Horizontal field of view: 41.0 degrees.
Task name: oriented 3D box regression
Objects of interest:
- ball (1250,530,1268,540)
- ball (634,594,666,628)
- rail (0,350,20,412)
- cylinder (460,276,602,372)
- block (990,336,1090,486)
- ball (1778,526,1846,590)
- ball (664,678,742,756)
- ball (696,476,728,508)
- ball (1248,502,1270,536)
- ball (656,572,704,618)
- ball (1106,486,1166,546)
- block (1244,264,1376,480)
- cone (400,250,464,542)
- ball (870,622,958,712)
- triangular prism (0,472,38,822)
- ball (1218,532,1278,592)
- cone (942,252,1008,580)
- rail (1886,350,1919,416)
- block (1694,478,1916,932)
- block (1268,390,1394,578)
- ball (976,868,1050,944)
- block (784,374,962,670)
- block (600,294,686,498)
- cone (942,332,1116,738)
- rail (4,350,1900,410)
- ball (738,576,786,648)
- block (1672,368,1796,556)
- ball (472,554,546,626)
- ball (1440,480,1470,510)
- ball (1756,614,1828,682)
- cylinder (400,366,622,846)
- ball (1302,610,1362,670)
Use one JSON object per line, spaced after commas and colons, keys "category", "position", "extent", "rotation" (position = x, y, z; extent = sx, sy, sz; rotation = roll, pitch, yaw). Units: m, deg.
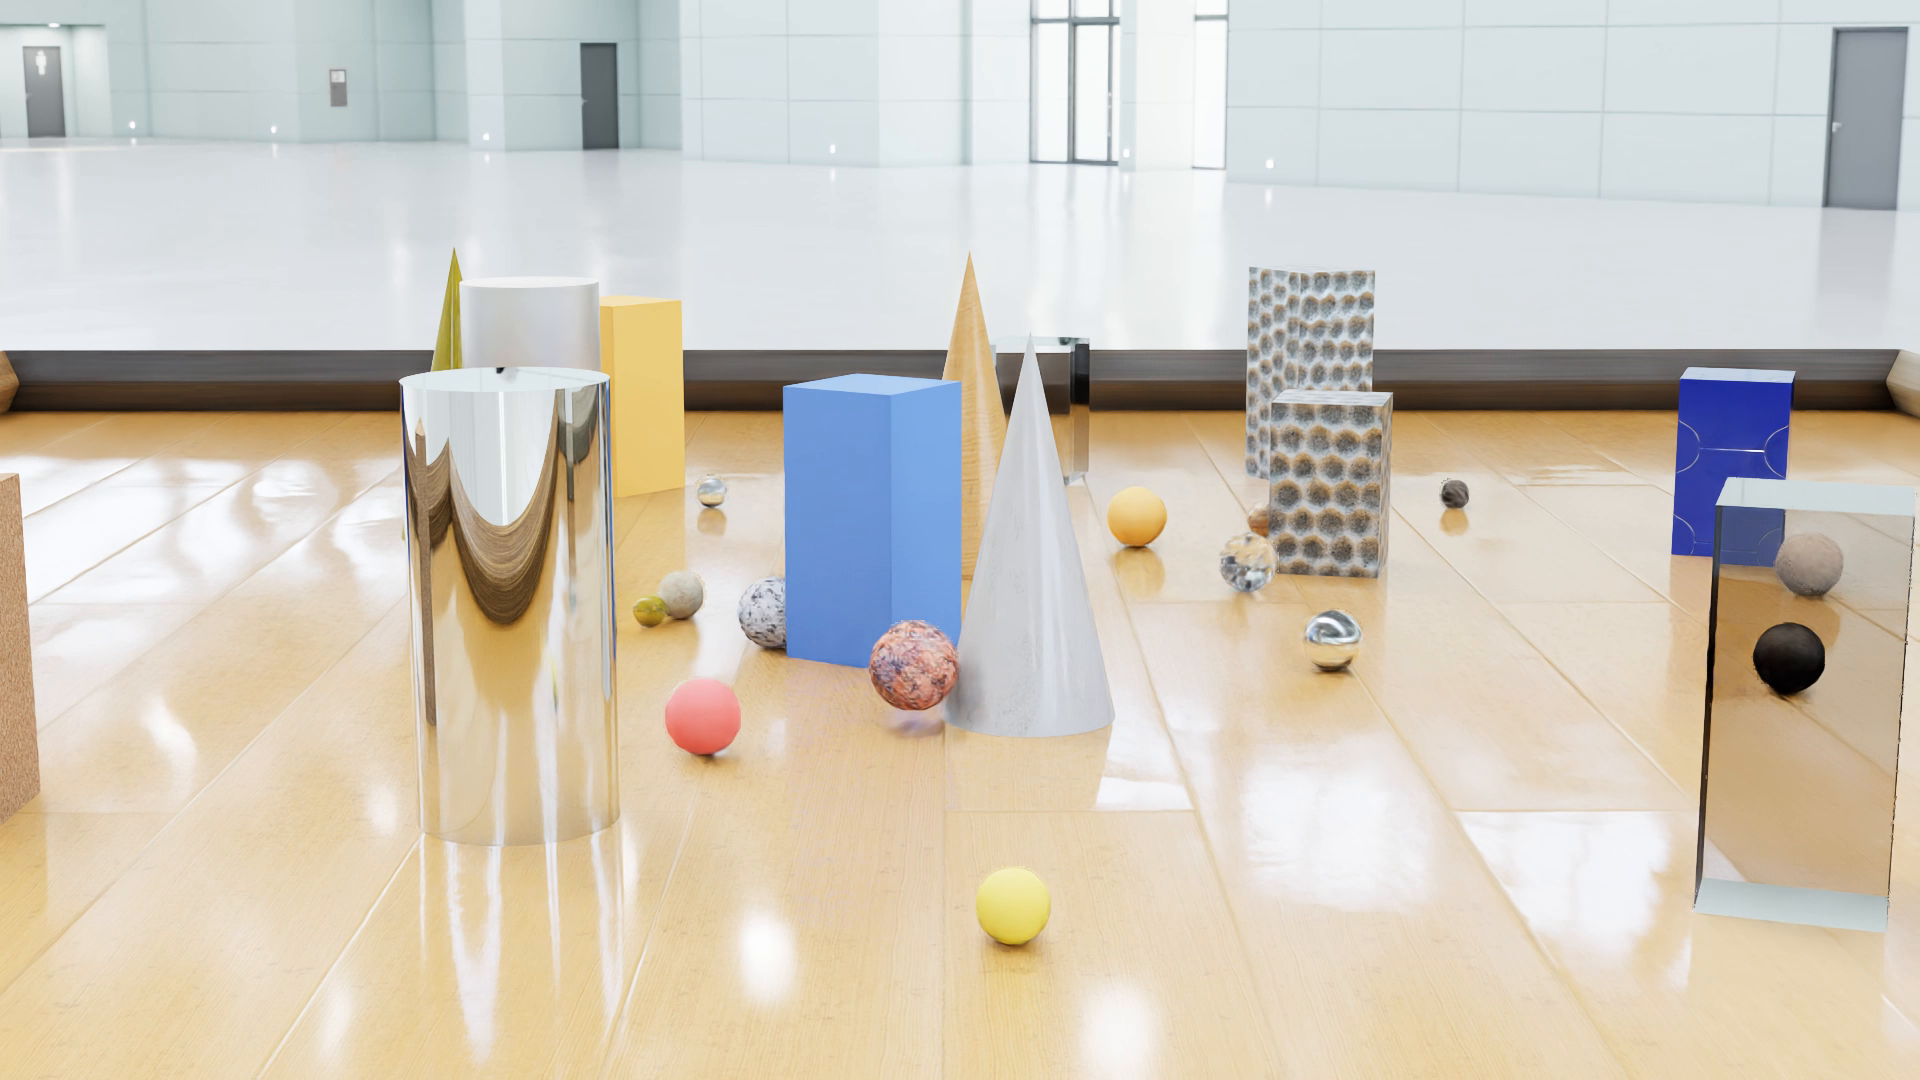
{"category": "ball", "position": [0.464, -0.009, 3.924], "extent": [0.041, 0.041, 0.041], "rotation": [0, 10, 0]}
{"category": "ball", "position": [-0.407, 0.093, 3.365], "extent": [0.043, 0.043, 0.043], "rotation": [0, 10, 0]}
{"category": "rail", "position": [-1.998, 0.035, 3.437], "extent": [0.045, 0.129, 4.120], "rotation": [0, 10, 0]}
{"category": "cylinder", "position": [-0.618, -0.164, 3.719], "extent": [0.198, 0.420, 0.198], "rotation": [0, 10, 0]}
{"category": "block", "position": [0.136, -0.234, 4.580], "extent": [0.158, 0.244, 0.158], "rotation": [3, 11, 15]}
{"category": "ball", "position": [1.197, 0.024, 3.609], "extent": [0.090, 0.090, 0.090], "rotation": [0, 10, 0]}
{"category": "ball", "position": [-0.274, 0.189, 2.742], "extent": [0.082, 0.082, 0.082], "rotation": [0, 10, 0]}
{"category": "ball", "position": [-0.414, -0.079, 4.274], "extent": [0.051, 0.051, 0.051], "rotation": [0, 10, 0]}
{"category": "ball", "position": [0.461, -0.032, 3.884], "extent": [0.051, 0.051, 0.051], "rotation": [0, 10, 0]}
{"category": "ball", "position": [-0.372, 0.073, 3.417], "extent": [0.063, 0.063, 0.063], "rotation": [0, 10, 0]}
{"category": "ball", "position": [0.270, -0.036, 3.929], "extent": [0.092, 0.092, 0.092], "rotation": [0, 10, 0]}
{"category": "block", "position": [0.620, -0.296, 4.557], "extent": [0.158, 0.374, 0.158], "rotation": [-5, 12, -27]}
{"category": "cone", "position": [-0.779, -0.231, 3.991], "extent": [0.198, 0.453, 0.198], "rotation": [0, 10, 0]}
{"category": "ball", "position": [-0.051, 0.141, 2.847], "extent": [0.099, 0.099, 0.099], "rotation": [0, 10, 0]}
{"category": "triangular prism", "position": [-0.973, 0.106, 2.515], "extent": [0.172, 0.328, 0.149], "rotation": [6, 12, 28]}
{"category": "ball", "position": [0.403, 0.031, 3.593], "extent": [0.083, 0.083, 0.083], "rotation": [0, 10, 0]}
{"category": "cone", "position": [0.014, -0.189, 3.731], "extent": [0.198, 0.466, 0.198], "rotation": [0, 10, 0]}
{"category": "rail", "position": [1.998, 0.031, 3.460], "extent": [0.045, 0.129, 4.120], "rotation": [0, 10, 0]}
{"category": "block", "position": [0.740, 0.139, 2.248], "extent": [0.158, 0.360, 0.158], "rotation": [4, 11, 20]}
{"category": "block", "position": [0.543, -0.085, 3.760], "extent": [0.158, 0.250, 0.158], "rotation": [3, 11, 14]}
{"category": "ball", "position": [0.044, 0.307, 2.153], "extent": [0.064, 0.064, 0.064], "rotation": [0, 10, 0]}
{"category": "block", "position": [-0.107, -0.026, 3.193], "extent": [0.158, 0.339, 0.158], "rotation": [7, 12, 32]}
{"category": "block", "position": [-0.593, -0.253, 4.456], "extent": [0.158, 0.326, 0.158], "rotation": [9, 14, 40]}
{"category": "cone", "position": [0.078, -0.016, 2.873], "extent": [0.198, 0.438, 0.198], "rotation": [0, 10, 0]}
{"category": "rail", "position": [-0.012, -0.338, 5.451], "extent": [4.043, 0.129, 0.045], "rotation": [0, 10, 0]}
{"category": "ball", "position": [-0.236, 0.091, 3.244], "extent": [0.090, 0.090, 0.090], "rotation": [0, 10, 0]}
{"category": "block", "position": [1.174, -0.118, 3.892], "extent": [0.158, 0.267, 0.158], "rotation": [4, 11, 19]}
{"category": "ball", "position": [-0.594, 0.065, 3.374], "extent": [0.095, 0.095, 0.095], "rotation": [0, 10, 0]}
{"category": "ball", "position": [0.822, -0.076, 4.262], "extent": [0.049, 0.049, 0.049], "rotation": [0, 10, 0]}
{"category": "ball", "position": [0.994, 0.129, 3.066], "extent": [0.082, 0.082, 0.082], "rotation": [0, 10, 0]}
{"category": "cylinder", "position": [-0.433, 0.059, 2.481], "extent": [0.198, 0.432, 0.198], "rotation": [0, 10, 0]}
{"category": "ball", "position": [0.453, 0.123, 3.123], "extent": [0.073, 0.073, 0.073], "rotation": [0, 10, 0]}
